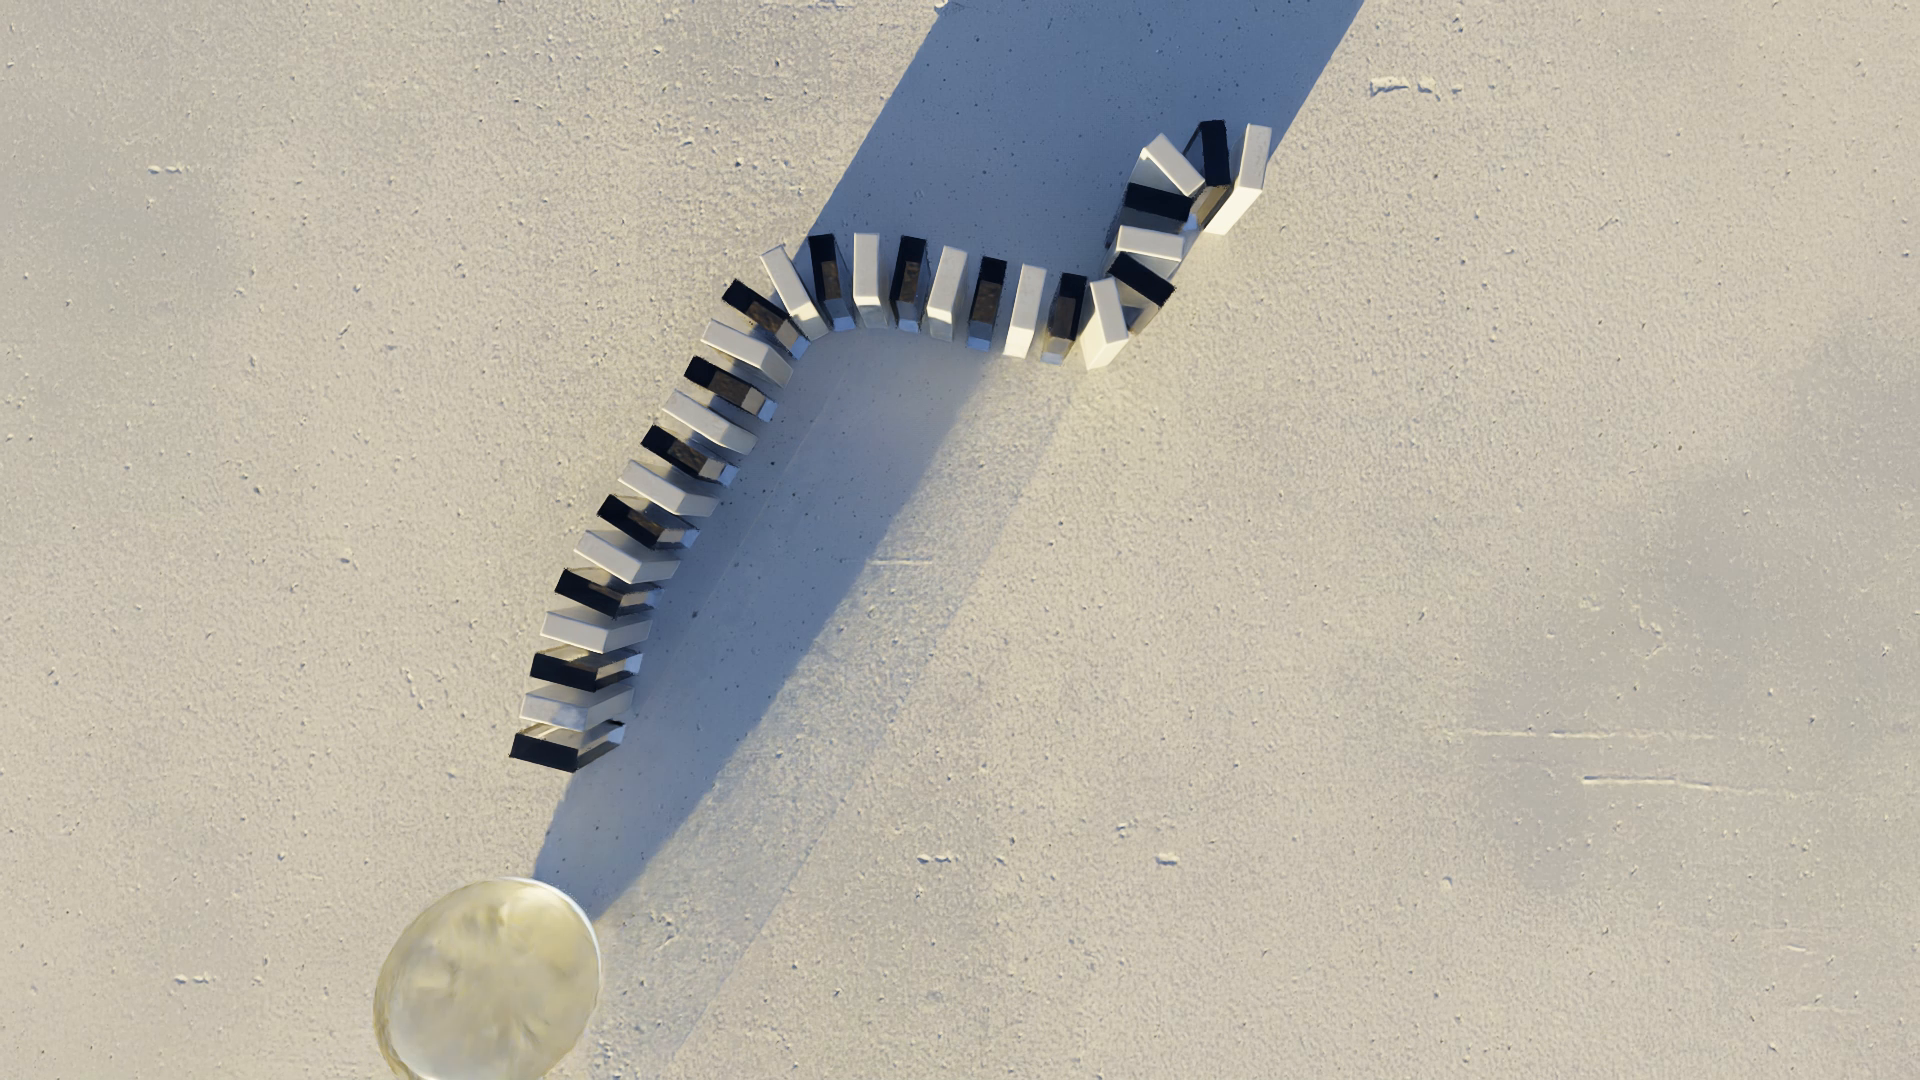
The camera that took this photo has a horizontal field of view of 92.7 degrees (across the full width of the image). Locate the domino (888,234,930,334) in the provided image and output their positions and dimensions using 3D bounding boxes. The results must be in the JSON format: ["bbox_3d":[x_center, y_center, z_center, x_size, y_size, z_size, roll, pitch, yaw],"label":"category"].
[{"bbox_3d":[-0.020,-0.103,0.375,0.009,0.050,0.025,11,90,0],"label":"domino"}]

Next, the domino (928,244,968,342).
[{"bbox_3d":[-0.005,-0.100,0.375,0.010,0.050,0.025,16,90,0],"label":"domino"}]

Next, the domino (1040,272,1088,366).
[{"bbox_3d":[0.042,-0.089,0.375,0.010,0.050,0.025,10,90,0],"label":"domino"}]

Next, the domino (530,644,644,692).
[{"bbox_3d":[-0.151,0.051,0.375,0.025,0.050,0.010,14,90,0],"label":"domino"}]

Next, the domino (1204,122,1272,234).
[{"bbox_3d":[0.113,-0.146,0.375,0.009,0.050,0.025,10,90,0],"label":"domino"}]

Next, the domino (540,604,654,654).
[{"bbox_3d":[-0.147,0.035,0.375,0.025,0.050,0.009,17,90,0],"label":"domino"}]

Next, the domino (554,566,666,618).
[{"bbox_3d":[-0.142,0.020,0.375,0.025,0.050,0.009,24,90,0],"label":"domino"}]

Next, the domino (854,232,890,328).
[{"bbox_3d":[-0.036,-0.105,0.375,0.010,0.050,0.025,1,90,0],"label":"domino"}]

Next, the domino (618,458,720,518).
[{"bbox_3d":[-0.118,-0.020,0.375,0.025,0.050,0.010,31,90,0],"label":"domino"}]

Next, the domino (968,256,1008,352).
[{"bbox_3d":[0.011,-0.095,0.375,0.010,0.050,0.025,13,90,0],"label":"domino"}]

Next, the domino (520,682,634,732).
[{"bbox_3d":[-0.155,0.066,0.375,0.025,0.050,0.010,13,90,0],"label":"domino"}]

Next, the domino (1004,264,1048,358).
[{"bbox_3d":[0.026,-0.093,0.375,0.009,0.050,0.025,12,90,0],"label":"domino"}]

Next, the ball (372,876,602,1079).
[{"bbox_3d":[-0.183,0.175,0.360,0.080,0.080,0.080,0,90,0],"label":"ball"}]

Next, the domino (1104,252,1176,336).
[{"bbox_3d":[0.069,-0.100,0.375,0.025,0.050,0.010,34,90,0],"label":"domino"}]

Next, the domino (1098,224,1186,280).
[{"bbox_3d":[0.073,-0.114,0.375,0.025,0.050,0.010,10,90,0],"label":"domino"}]

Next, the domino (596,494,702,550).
[{"bbox_3d":[-0.126,-0.007,0.375,0.025,0.050,0.009,33,90,0],"label":"domino"}]

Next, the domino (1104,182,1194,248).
[{"bbox_3d":[0.076,-0.129,0.375,0.025,0.050,0.010,14,90,0],"label":"domino"}]

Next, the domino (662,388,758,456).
[{"bbox_3d":[-0.101,-0.047,0.375,0.025,0.050,0.009,32,90,0],"label":"domino"}]

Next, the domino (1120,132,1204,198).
[{"bbox_3d":[0.082,-0.144,0.375,0.009,0.050,0.025,-42,90,0],"label":"domino"}]

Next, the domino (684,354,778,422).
[{"bbox_3d":[-0.093,-0.061,0.375,0.025,0.050,0.010,28,90,0],"label":"domino"}]

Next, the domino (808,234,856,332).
[{"bbox_3d":[-0.052,-0.104,0.375,0.009,0.050,0.025,-8,90,0],"label":"domino"}]

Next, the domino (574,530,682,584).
[{"bbox_3d":[-0.134,0.006,0.375,0.025,0.050,0.009,31,90,0],"label":"domino"}]

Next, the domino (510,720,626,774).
[{"bbox_3d":[-0.159,0.081,0.375,0.025,0.050,0.009,15,90,0],"label":"domino"}]

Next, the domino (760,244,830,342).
[{"bbox_3d":[-0.067,-0.100,0.375,0.010,0.050,0.025,-28,90,0],"label":"domino"}]

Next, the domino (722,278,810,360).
[{"bbox_3d":[-0.078,-0.089,0.375,0.025,0.050,0.009,34,90,0],"label":"domino"}]

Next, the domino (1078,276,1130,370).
[{"bbox_3d":[0.057,-0.088,0.375,0.010,0.050,0.025,-13,90,0],"label":"domino"}]

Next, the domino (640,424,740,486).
[{"bbox_3d":[-0.109,-0.034,0.375,0.025,0.050,0.010,32,90,0],"label":"domino"}]

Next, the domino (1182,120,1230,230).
[{"bbox_3d":[0.098,-0.148,0.375,0.009,0.050,0.025,-5,90,0],"label":"domino"}]

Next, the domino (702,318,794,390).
[{"bbox_3d":[-0.086,-0.075,0.375,0.025,0.050,0.009,25,90,0],"label":"domino"}]
